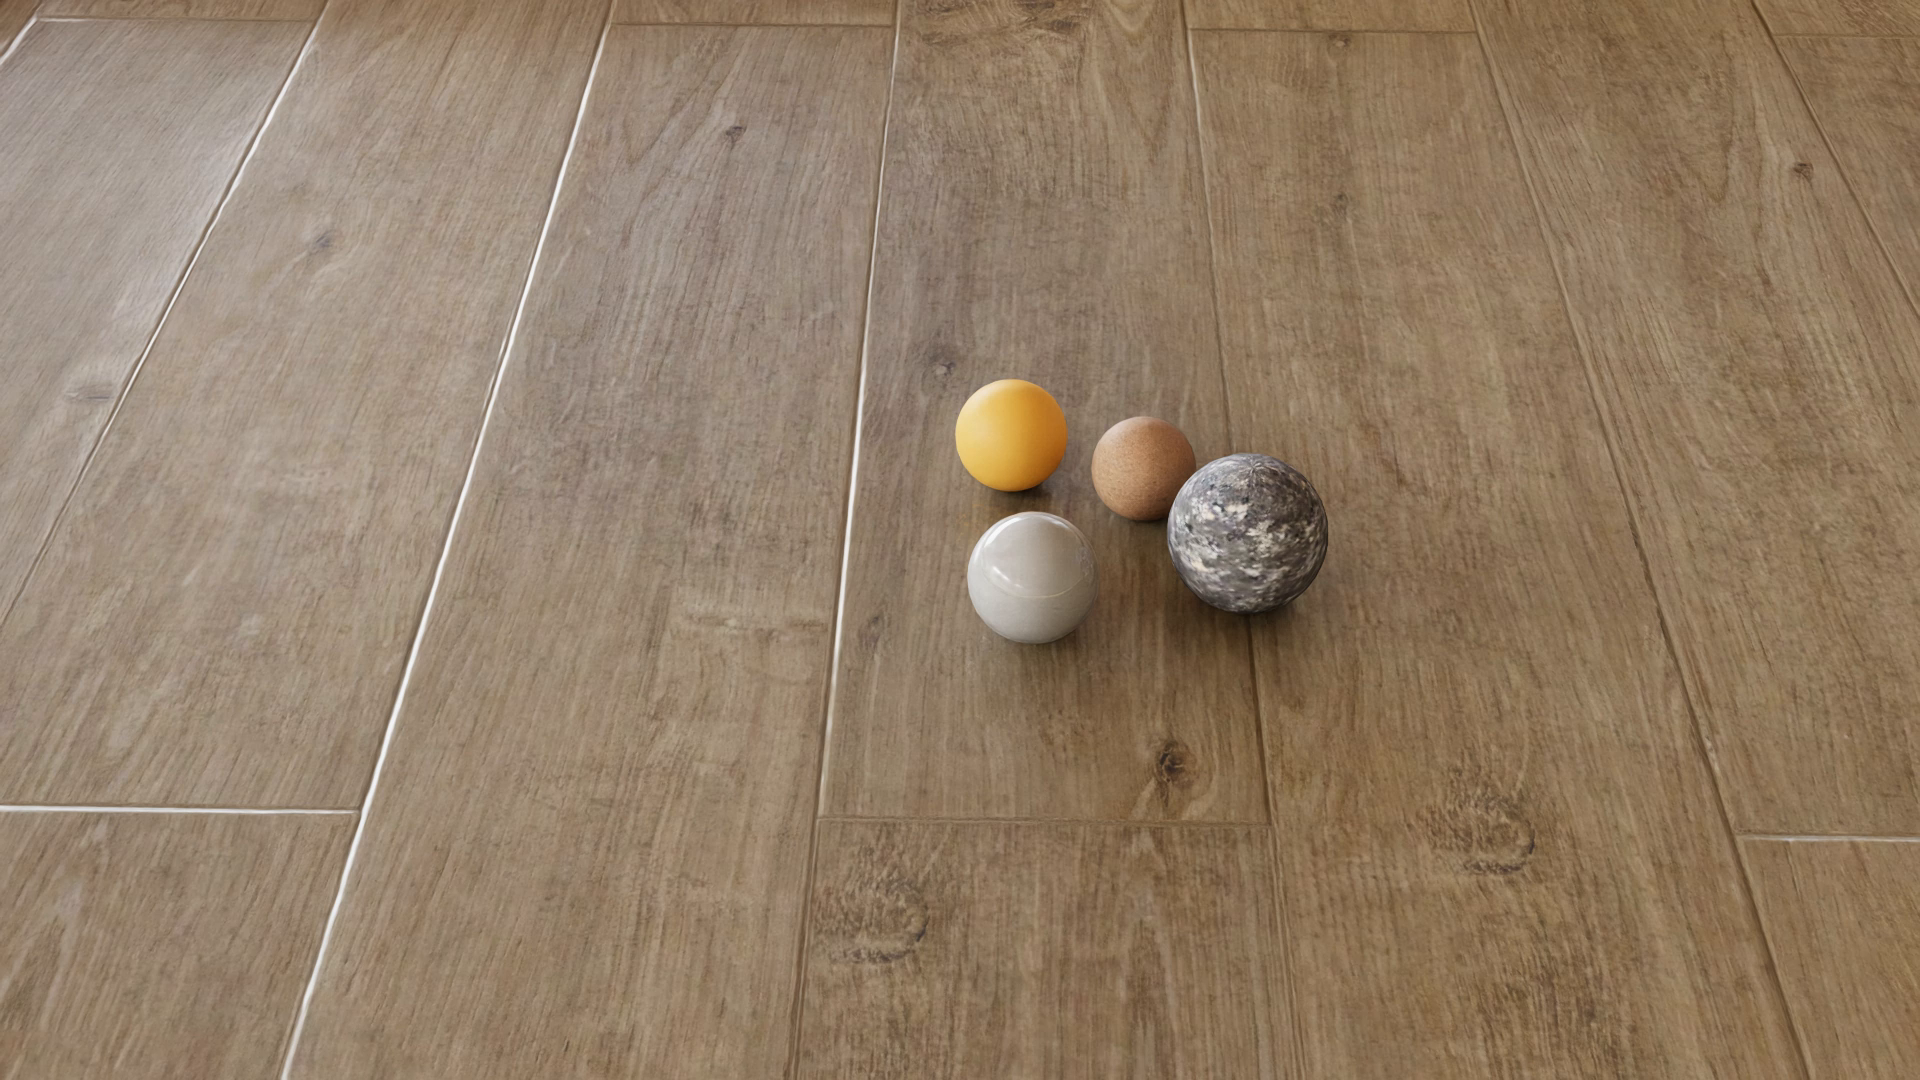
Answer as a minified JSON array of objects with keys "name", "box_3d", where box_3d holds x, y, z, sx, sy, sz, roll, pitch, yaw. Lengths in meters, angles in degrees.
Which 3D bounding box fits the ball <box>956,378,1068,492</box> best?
[{"name":"ball","box_3d":[0.033,-0.067,1.642,0.072,0.072,0.072,0,37,0]}]

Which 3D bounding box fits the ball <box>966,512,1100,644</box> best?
[{"name":"ball","box_3d":[0.043,0.022,1.516,0.079,0.079,0.079,0,37,0]}]

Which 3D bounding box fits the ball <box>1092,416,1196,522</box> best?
[{"name":"ball","box_3d":[0.116,-0.045,1.617,0.066,0.066,0.066,0,37,0]}]

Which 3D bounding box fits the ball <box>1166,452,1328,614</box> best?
[{"name":"ball","box_3d":[0.172,-0.004,1.536,0.097,0.097,0.097,0,37,0]}]
